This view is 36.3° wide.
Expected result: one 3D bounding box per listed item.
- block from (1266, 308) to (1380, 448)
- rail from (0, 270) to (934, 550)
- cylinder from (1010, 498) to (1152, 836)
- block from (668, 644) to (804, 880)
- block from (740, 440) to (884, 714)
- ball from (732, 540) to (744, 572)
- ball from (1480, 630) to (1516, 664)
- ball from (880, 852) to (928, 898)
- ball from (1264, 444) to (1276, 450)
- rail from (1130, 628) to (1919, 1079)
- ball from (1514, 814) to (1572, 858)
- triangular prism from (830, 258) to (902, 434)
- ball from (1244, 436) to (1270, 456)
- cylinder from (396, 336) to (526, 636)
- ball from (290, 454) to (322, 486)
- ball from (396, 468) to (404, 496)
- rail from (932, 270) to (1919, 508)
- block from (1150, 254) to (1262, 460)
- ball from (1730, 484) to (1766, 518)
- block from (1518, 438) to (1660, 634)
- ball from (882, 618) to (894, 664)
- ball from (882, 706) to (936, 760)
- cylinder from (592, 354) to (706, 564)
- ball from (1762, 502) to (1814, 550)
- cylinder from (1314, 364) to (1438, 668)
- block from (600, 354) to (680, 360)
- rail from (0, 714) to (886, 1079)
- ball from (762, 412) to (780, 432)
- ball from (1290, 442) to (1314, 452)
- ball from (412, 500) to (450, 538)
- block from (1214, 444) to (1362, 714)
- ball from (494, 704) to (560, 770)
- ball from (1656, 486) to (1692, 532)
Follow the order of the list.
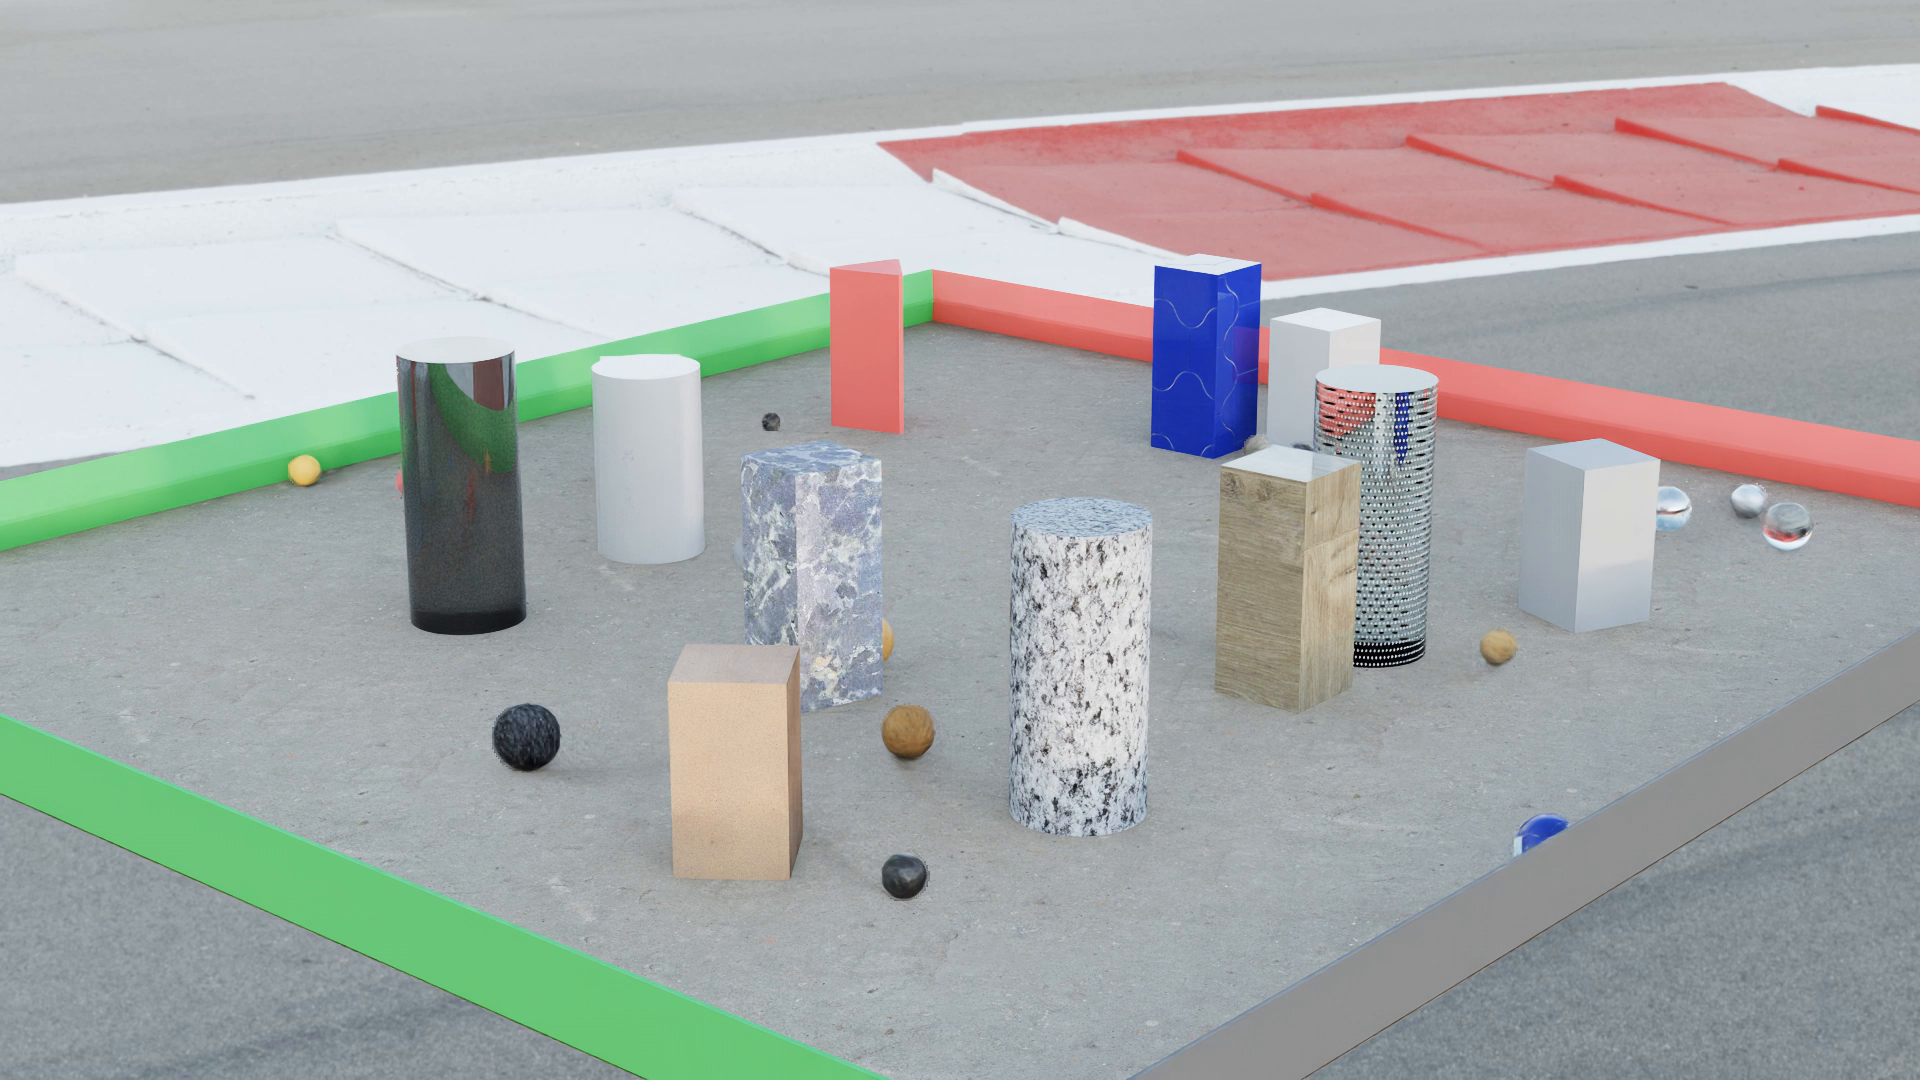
[{"bbox_3d":[0.737,-0.304,5.949,0.157,0.294,0.157,-15,22,-41],"label":"block"},{"bbox_3d":[-1.116,-0.248,6.048,0.045,0.128,3.248,14,22,39],"label":"rail"},{"bbox_3d":[0.168,0.176,4.113,0.196,0.435,0.196,0,17,0],"label":"cylinder"},{"bbox_3d":[-0.302,0.299,3.974,0.157,0.279,0.157,1,17,3],"label":"block"},{"bbox_3d":[-0.232,0.056,4.602,0.157,0.383,0.157,-12,20,-34],"label":"block"},{"bbox_3d":[-0.372,0.027,5.243,0.069,0.069,0.069,0,17,0],"label":"ball"},{"bbox_3d":[0.875,0.174,4.775,0.057,0.057,0.057,0,17,0],"label":"ball"},{"bbox_3d":[-0.074,0.444,3.874,0.061,0.061,0.061,0,17,0],"label":"ball"},{"bbox_3d":[0.633,-0.167,5.910,0.054,0.054,0.054,0,17,0],"label":"ball"},{"bbox_3d":[1.116,0.312,4.192,0.045,0.128,3.248,14,22,39],"label":"rail"},{"bbox_3d":[0.787,0.413,3.928,0.089,0.089,0.089,0,17,0],"label":"ball"},{"bbox_3d":[-0.167,-0.418,6.246,0.170,0.341,0.147,8,19,25],"label":"triangular prism"},{"bbox_3d":[0.607,-0.184,5.969,0.054,0.054,0.054,0,17,0],"label":"ball"},{"bbox_3d":[-0.840,-0.093,4.947,0.196,0.468,0.196,0,17,0],"label":"cylinder"},{"bbox_3d":[-1.296,-0.138,5.804,0.061,0.061,0.061,0,17,0],"label":"ball"},{"bbox_3d":[-1.054,-0.115,5.693,0.080,0.080,0.080,0,17,0],"label":"ball"},{"bbox_3d":[1.049,-0.317,6.277,3.004,0.128,0.045,14,22,39],"label":"rail"},{"bbox_3d":[0.507,-0.381,6.050,0.157,0.383,0.157,13,21,37],"label":"block"},{"bbox_3d":[1.501,-0.074,5.583,0.065,0.065,0.065,0,17,0],"label":"ball"},{"bbox_3d":[1.068,-0.009,4.989,0.157,0.284,0.157,-8,19,-25],"label":"block"},{"bbox_3d":[-0.153,0.163,4.748,0.094,0.094,0.094,0,17,0],"label":"ball"},{"bbox_3d":[-0.077,0.286,4.364,0.080,0.080,0.080,0,17,0],"label":"ball"},{"bbox_3d":[-0.568,-0.149,5.349,0.196,0.344,0.196,0,17,0],"label":"cylinder"},{"bbox_3d":[1.518,-0.026,5.380,0.090,0.090,0.090,0,17,0],"label":"ball"},{"bbox_3d":[0.672,-0.041,4.789,0.196,0.460,0.196,0,17,0],"label":"cylinder"},{"bbox_3d":[-0.622,-0.222,5.752,0.157,0.251,0.157,-2,17,-7],"label":"block"},{"bbox_3d":[-1.049,0.381,3.963,3.004,0.128,0.045,14,22,39],"label":"rail"},{"bbox_3d":[-0.400,-0.251,6.212,0.041,0.041,0.041,0,17,0],"label":"ball"},{"bbox_3d":[0.684,-0.163,5.882,0.064,0.064,0.064,0,17,0],"label":"ball"},{"bbox_3d":[-0.985,-0.041,5.461,0.072,0.072,0.072,0,17,0],"label":"ball"},{"bbox_3d":[0.514,0.059,4.606,0.157,0.373,0.157,13,21,37],"label":"block"},{"bbox_3d":[-0.637,0.290,4.319,0.098,0.098,0.098,0,17,0],"label":"ball"},{"bbox_3d":[1.326,-0.059,5.496,0.086,0.086,0.086,0,17,0],"label":"ball"}]
